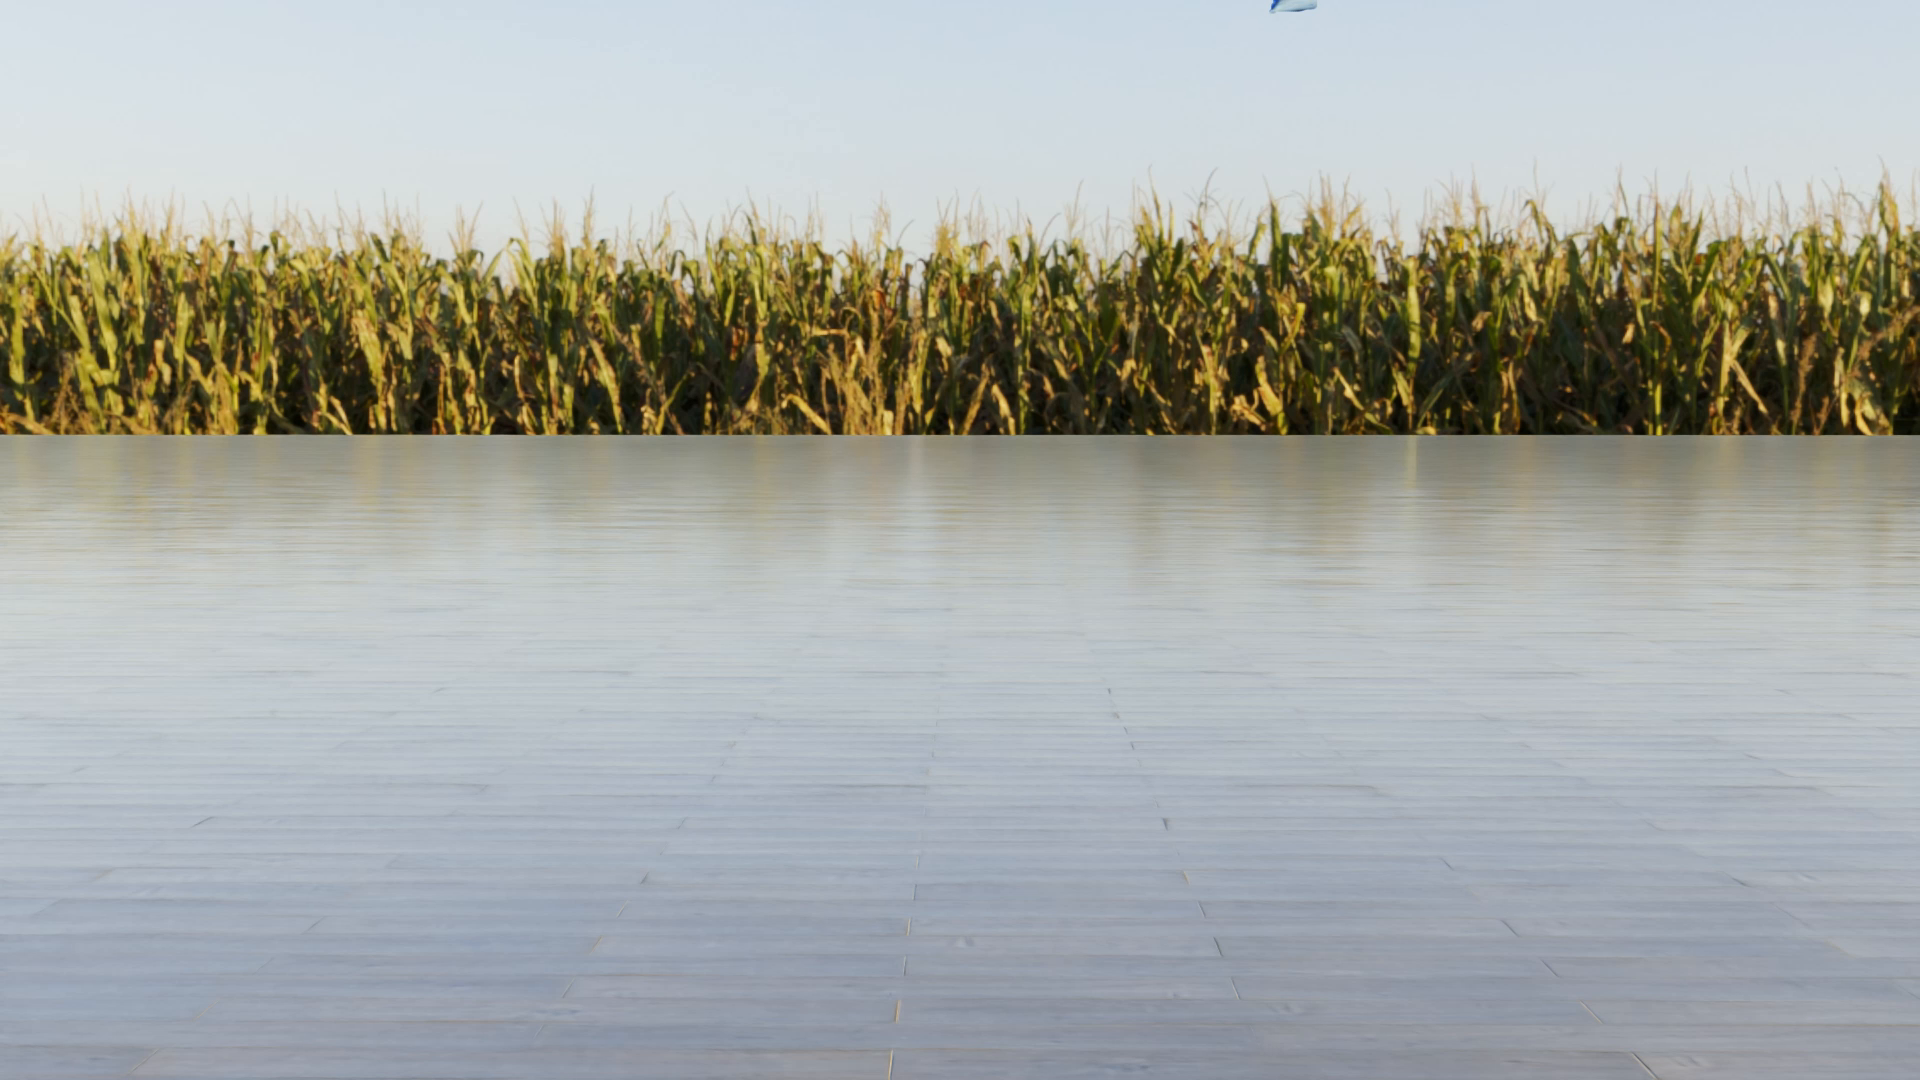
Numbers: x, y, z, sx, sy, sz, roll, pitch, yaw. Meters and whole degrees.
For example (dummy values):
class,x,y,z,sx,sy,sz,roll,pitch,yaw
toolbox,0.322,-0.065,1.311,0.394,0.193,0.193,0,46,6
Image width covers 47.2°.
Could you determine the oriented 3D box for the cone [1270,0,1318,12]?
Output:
class,x,y,z,sx,sy,sz,roll,pitch,yaw
cone,1.144,-1.902,7.753,0.145,0.187,0.168,-40,16,-8
